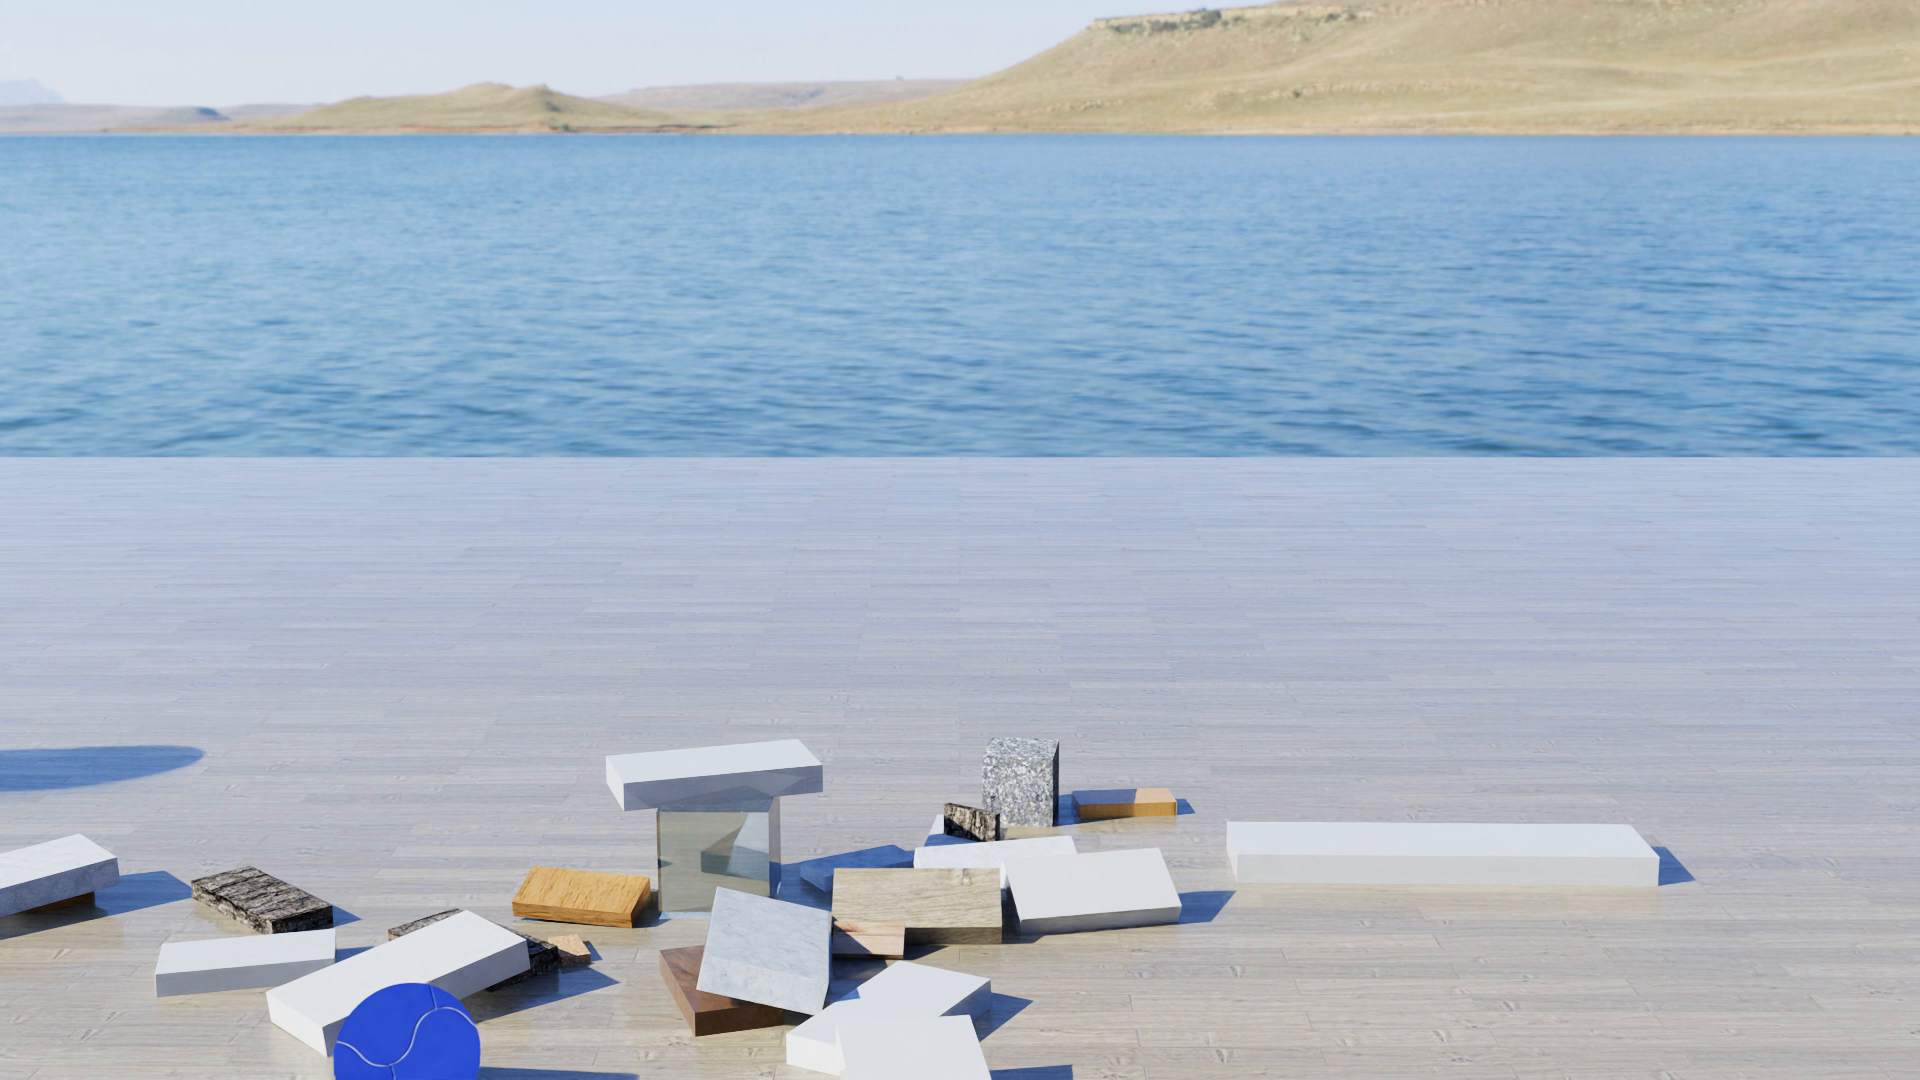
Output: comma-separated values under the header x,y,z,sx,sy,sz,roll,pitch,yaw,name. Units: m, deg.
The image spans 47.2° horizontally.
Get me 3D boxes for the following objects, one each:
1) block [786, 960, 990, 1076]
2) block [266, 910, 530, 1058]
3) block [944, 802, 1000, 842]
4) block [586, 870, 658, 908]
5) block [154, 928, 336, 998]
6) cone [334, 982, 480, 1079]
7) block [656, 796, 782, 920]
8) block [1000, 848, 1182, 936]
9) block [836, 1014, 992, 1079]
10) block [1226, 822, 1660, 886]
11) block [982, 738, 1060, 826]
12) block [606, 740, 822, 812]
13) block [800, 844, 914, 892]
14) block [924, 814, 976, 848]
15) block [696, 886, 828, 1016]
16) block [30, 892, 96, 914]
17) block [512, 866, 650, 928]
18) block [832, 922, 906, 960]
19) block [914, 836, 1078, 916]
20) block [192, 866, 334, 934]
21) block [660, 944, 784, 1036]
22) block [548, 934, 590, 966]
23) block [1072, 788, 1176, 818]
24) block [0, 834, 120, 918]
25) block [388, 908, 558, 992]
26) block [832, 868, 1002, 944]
x,y,z,sx,sy,sz,roll,pitch,yaw,name
-0.096,0.675,3.092,0.153,0.043,0.307,6,12,28,block
-0.809,0.636,3.178,0.329,0.047,0.165,-19,21,-40,block
0.021,0.499,3.867,0.110,0.055,0.016,7,13,34,block
-0.592,0.579,3.651,0.199,0.028,0.099,1,11,3,block
-1.074,0.637,3.318,0.254,0.036,0.127,-3,11,-15,block
-0.714,0.688,2.910,0.187,0.187,0.187,-1,-16,-3,cone
-0.394,0.507,3.621,0.180,0.180,0.180,0,11,1,block
0.210,0.566,3.546,0.266,0.038,0.133,-2,37,-13,block
-0.046,0.712,2.752,0.179,0.051,0.357,-2,18,-10,block
0.824,0.541,3.797,0.708,0.051,0.179,0,11,1,block
0.113,0.448,4.080,0.129,0.129,0.129,1,11,7,block
-0.408,0.388,3.645,0.329,0.047,0.165,-3,11,-18,block
-0.171,0.560,3.760,0.183,0.026,0.091,-6,12,-31,block
-0.006,0.531,3.916,0.092,0.026,0.184,1,11,7,block
-0.287,0.606,3.263,0.179,0.051,0.357,13,6,-5,block
-1.526,0.574,3.680,0.099,0.028,0.199,-7,13,-34,block
-0.612,0.578,3.563,0.199,0.028,0.099,4,28,10,block
-0.141,0.617,3.391,0.110,0.016,0.055,1,51,3,block
0.068,0.554,3.603,0.266,0.038,0.133,-3,37,-13,block
-1.141,0.590,3.589,0.105,0.030,0.273,-10,15,-44,block
-0.353,0.655,3.223,0.127,0.036,0.254,-4,11,-19,block
-0.604,0.633,3.400,0.045,0.013,0.090,-4,11,-23,block
0.307,0.493,4.121,0.183,0.026,0.091,-1,11,-6,block
-1.670,0.586,3.464,0.633,0.047,0.165,-13,17,-40,block
-0.748,0.627,3.372,0.254,0.036,0.127,9,14,40,block
-0.068,0.580,3.482,0.266,0.038,0.133,0,35,-1,block
